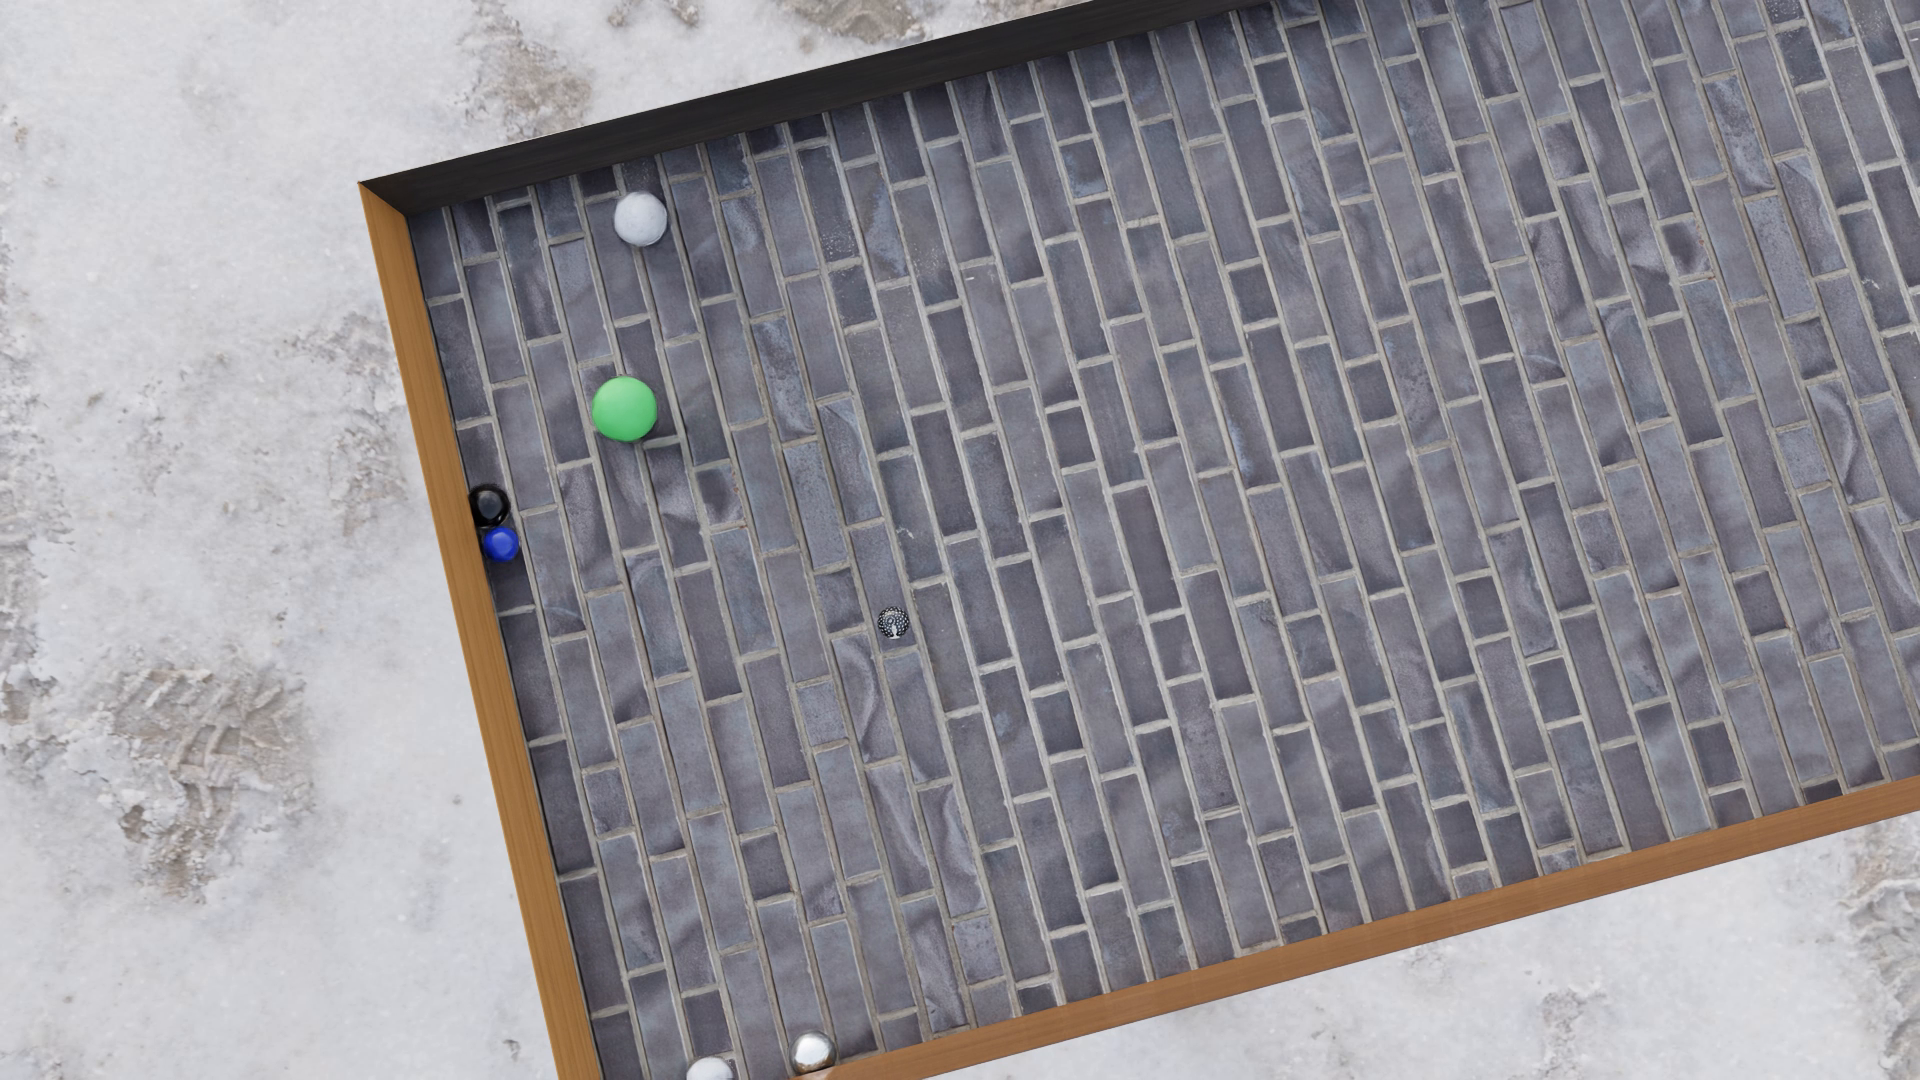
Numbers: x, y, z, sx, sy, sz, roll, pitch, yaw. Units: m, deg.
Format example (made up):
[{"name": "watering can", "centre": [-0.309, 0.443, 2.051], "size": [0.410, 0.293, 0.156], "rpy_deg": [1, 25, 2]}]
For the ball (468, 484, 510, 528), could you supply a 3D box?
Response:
[{"name": "ball", "centre": [-0.708, -0.050, 3.297], "size": [0.066, 0.066, 0.066], "rpy_deg": [0, 80, 0]}]

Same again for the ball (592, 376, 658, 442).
[{"name": "ball", "centre": [-0.504, -0.196, 3.307], "size": [0.098, 0.098, 0.098], "rpy_deg": [0, 80, 0]}]

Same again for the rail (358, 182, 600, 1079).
[{"name": "rail", "centre": [-0.691, 0.173, 3.225], "size": [0.045, 0.128, 1.480], "rpy_deg": [-14, 80, -3]}]

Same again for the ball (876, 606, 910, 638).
[{"name": "ball", "centre": [-0.099, 0.123, 3.275], "size": [0.049, 0.049, 0.049], "rpy_deg": [0, 80, 0]}]

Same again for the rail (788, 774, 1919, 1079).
[{"name": "rail", "centre": [0.896, 0.492, 3.167], "size": [2.953, 0.128, 0.045], "rpy_deg": [-14, 80, -3]}]

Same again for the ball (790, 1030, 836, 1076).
[{"name": "ball", "centre": [-0.211, 0.737, 3.154], "size": [0.068, 0.068, 0.068], "rpy_deg": [0, 80, 0]}]

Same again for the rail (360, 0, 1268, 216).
[{"name": "rail", "centre": [0.532, -0.872, 3.413], "size": [2.953, 0.128, 0.045], "rpy_deg": [-14, 80, -3]}]

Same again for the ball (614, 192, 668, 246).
[{"name": "ball", "centre": [-0.490, -0.492, 3.369], "size": [0.083, 0.083, 0.083], "rpy_deg": [0, 80, 0]}]

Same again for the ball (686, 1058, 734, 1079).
[{"name": "ball", "centre": [-0.358, 0.775, 3.147], "size": [0.069, 0.069, 0.069], "rpy_deg": [0, 80, 0]}]

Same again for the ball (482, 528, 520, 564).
[{"name": "ball", "centre": [-0.687, 0.008, 3.293], "size": [0.054, 0.054, 0.054], "rpy_deg": [0, 80, 0]}]
